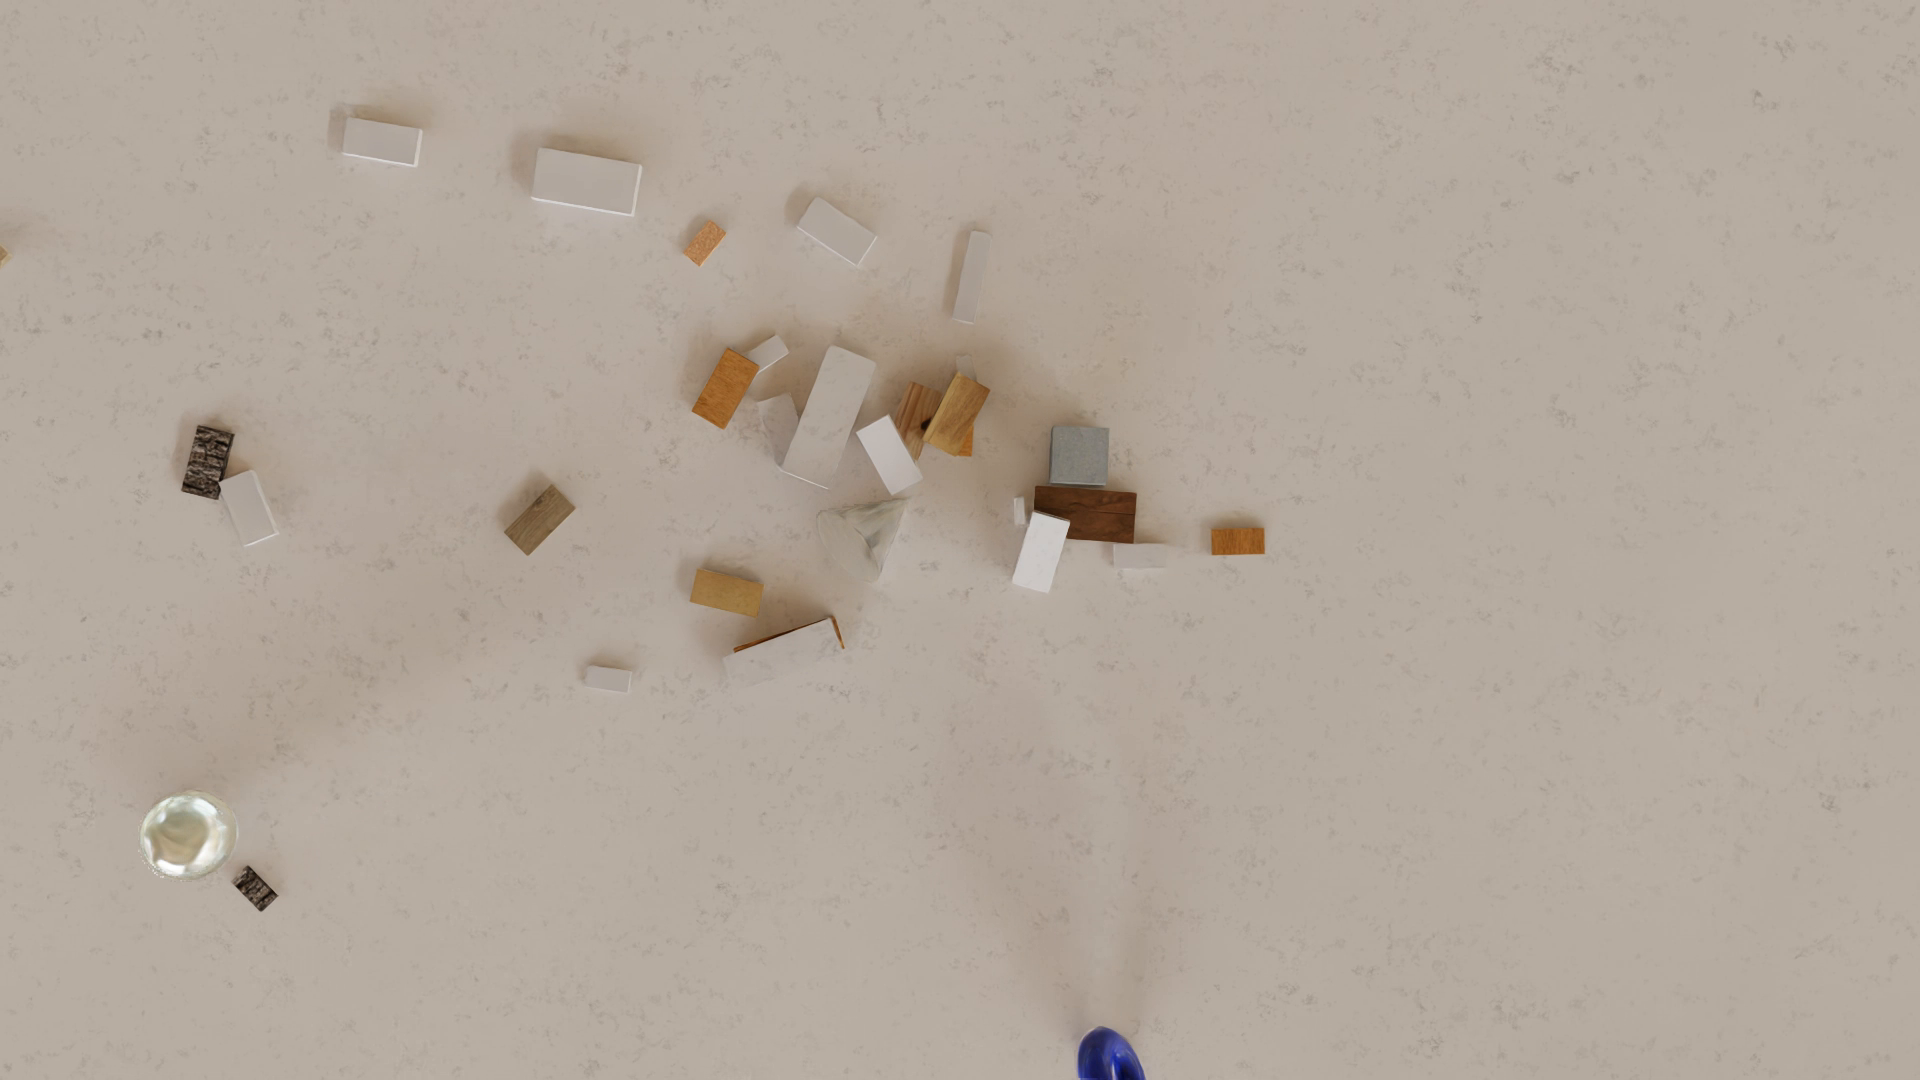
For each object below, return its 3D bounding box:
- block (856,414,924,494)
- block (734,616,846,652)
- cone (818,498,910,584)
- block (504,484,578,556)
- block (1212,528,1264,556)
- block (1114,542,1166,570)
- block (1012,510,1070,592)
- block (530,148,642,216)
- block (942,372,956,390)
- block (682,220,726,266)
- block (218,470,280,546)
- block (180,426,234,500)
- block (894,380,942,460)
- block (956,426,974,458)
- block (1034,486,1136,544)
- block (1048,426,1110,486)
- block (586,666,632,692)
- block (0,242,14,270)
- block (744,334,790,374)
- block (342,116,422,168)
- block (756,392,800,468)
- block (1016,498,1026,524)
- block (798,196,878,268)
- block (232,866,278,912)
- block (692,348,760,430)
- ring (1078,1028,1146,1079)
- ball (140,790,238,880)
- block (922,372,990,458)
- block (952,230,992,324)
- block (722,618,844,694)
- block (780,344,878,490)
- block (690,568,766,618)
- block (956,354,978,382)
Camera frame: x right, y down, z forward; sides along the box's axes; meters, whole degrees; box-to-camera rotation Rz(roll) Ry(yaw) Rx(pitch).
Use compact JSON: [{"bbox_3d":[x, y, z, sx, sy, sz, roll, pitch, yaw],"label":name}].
[{"bbox_3d":[-0.231,-0.282,5.452,0.120,0.034,0.239,-27,100,11],"label":"block"},{"bbox_3d":[-0.567,0.359,5.484,0.352,0.032,0.113,-18,90,0],"label":"block"},{"bbox_3d":[-0.266,-0.056,5.436,0.287,0.287,0.287,-40,90,-27],"label":"cone"},{"bbox_3d":[-1.394,-0.066,5.484,0.226,0.032,0.113,-45,90,0],"label":"block"},{"bbox_3d":[0.924,0.006,5.488,0.172,0.024,0.086,-1,90,0],"label":"block"},{"bbox_3d":[0.600,0.054,5.488,0.172,0.024,0.086,-1,90,0],"label":"block"},{"bbox_3d":[0.266,0.038,5.447,0.126,0.036,0.252,16,105,-3],"label":"block"},{"bbox_3d":[-1.239,-1.188,5.476,0.337,0.048,0.168,10,90,0],"label":"block"},{"bbox_3d":[-0.020,-0.503,5.493,0.051,0.015,0.103,-24,90,-1],"label":"block"},{"bbox_3d":[-0.849,-0.987,5.490,0.072,0.020,0.144,39,90,0],"label":"block"},{"bbox_3d":[-2.365,-0.107,5.484,0.114,0.032,0.228,-21,90,0],"label":"block"},{"bbox_3d":[-2.501,-0.257,5.484,0.113,0.032,0.226,14,90,0],"label":"block"},{"bbox_3d":[-0.154,-0.396,5.483,0.120,0.034,0.239,20,90,0],"label":"block"},{"bbox_3d":[0.017,-0.330,5.493,0.051,0.015,0.103,4,90,0],"label":"block"},{"bbox_3d":[0.411,-0.084,5.476,0.337,0.048,0.168,4,90,0],"label":"block"},{"bbox_3d":[0.389,-0.275,5.410,0.181,0.181,0.181,2,90,0],"label":"block"},{"bbox_3d":[-1.171,0.462,5.490,0.143,0.020,0.072,8,90,0],"label":"block"},{"bbox_3d":[-3.285,-0.897,5.483,0.121,0.034,0.255,43,90,0],"label":"block"},{"bbox_3d":[-0.648,-0.616,5.490,0.144,0.020,0.072,-33,90,0],"label":"block"},{"bbox_3d":[-1.920,-1.323,5.483,0.242,0.034,0.121,10,90,0],"label":"block"},{"bbox_3d":[-0.585,-0.364,5.484,0.114,0.032,0.228,-18,90,0],"label":"block"},{"bbox_3d":[0.198,-0.094,5.414,0.024,0.172,0.086,-3,90,0],"label":"block"},{"bbox_3d":[-0.409,-1.025,5.483,0.239,0.034,0.120,33,90,0],"label":"block"},{"bbox_3d":[-2.348,1.161,5.490,0.072,0.020,0.143,-44,90,0],"label":"block"},{"bbox_3d":[-0.777,-0.502,5.471,0.121,0.034,0.242,30,94,2],"label":"block"},{"bbox_3d":[0.495,1.741,5.347,0.108,0.325,0.325,-30,90,24],"label":"ring"},{"bbox_3d":[-2.503,0.959,5.356,0.289,0.289,0.289,0,90,0],"label":"ball"},{"bbox_3d":[-0.014,-0.415,5.458,0.126,0.036,0.252,28,87,-9],"label":"block"},{"bbox_3d":[0.041,-0.876,5.490,0.072,0.020,0.300,12,90,0],"label":"block"},{"bbox_3d":[-0.585,0.381,5.450,0.378,0.036,0.126,-20,90,0],"label":"block"},{"bbox_3d":[-0.433,-0.408,5.455,0.168,0.048,0.449,21,86,-5],"label":"block"},{"bbox_3d":[-0.773,0.177,5.484,0.228,0.032,0.114,13,90,0],"label":"block"},{"bbox_3d":[0.023,-0.561,5.493,0.051,0.015,0.103,-12,90,0],"label":"block"}]
